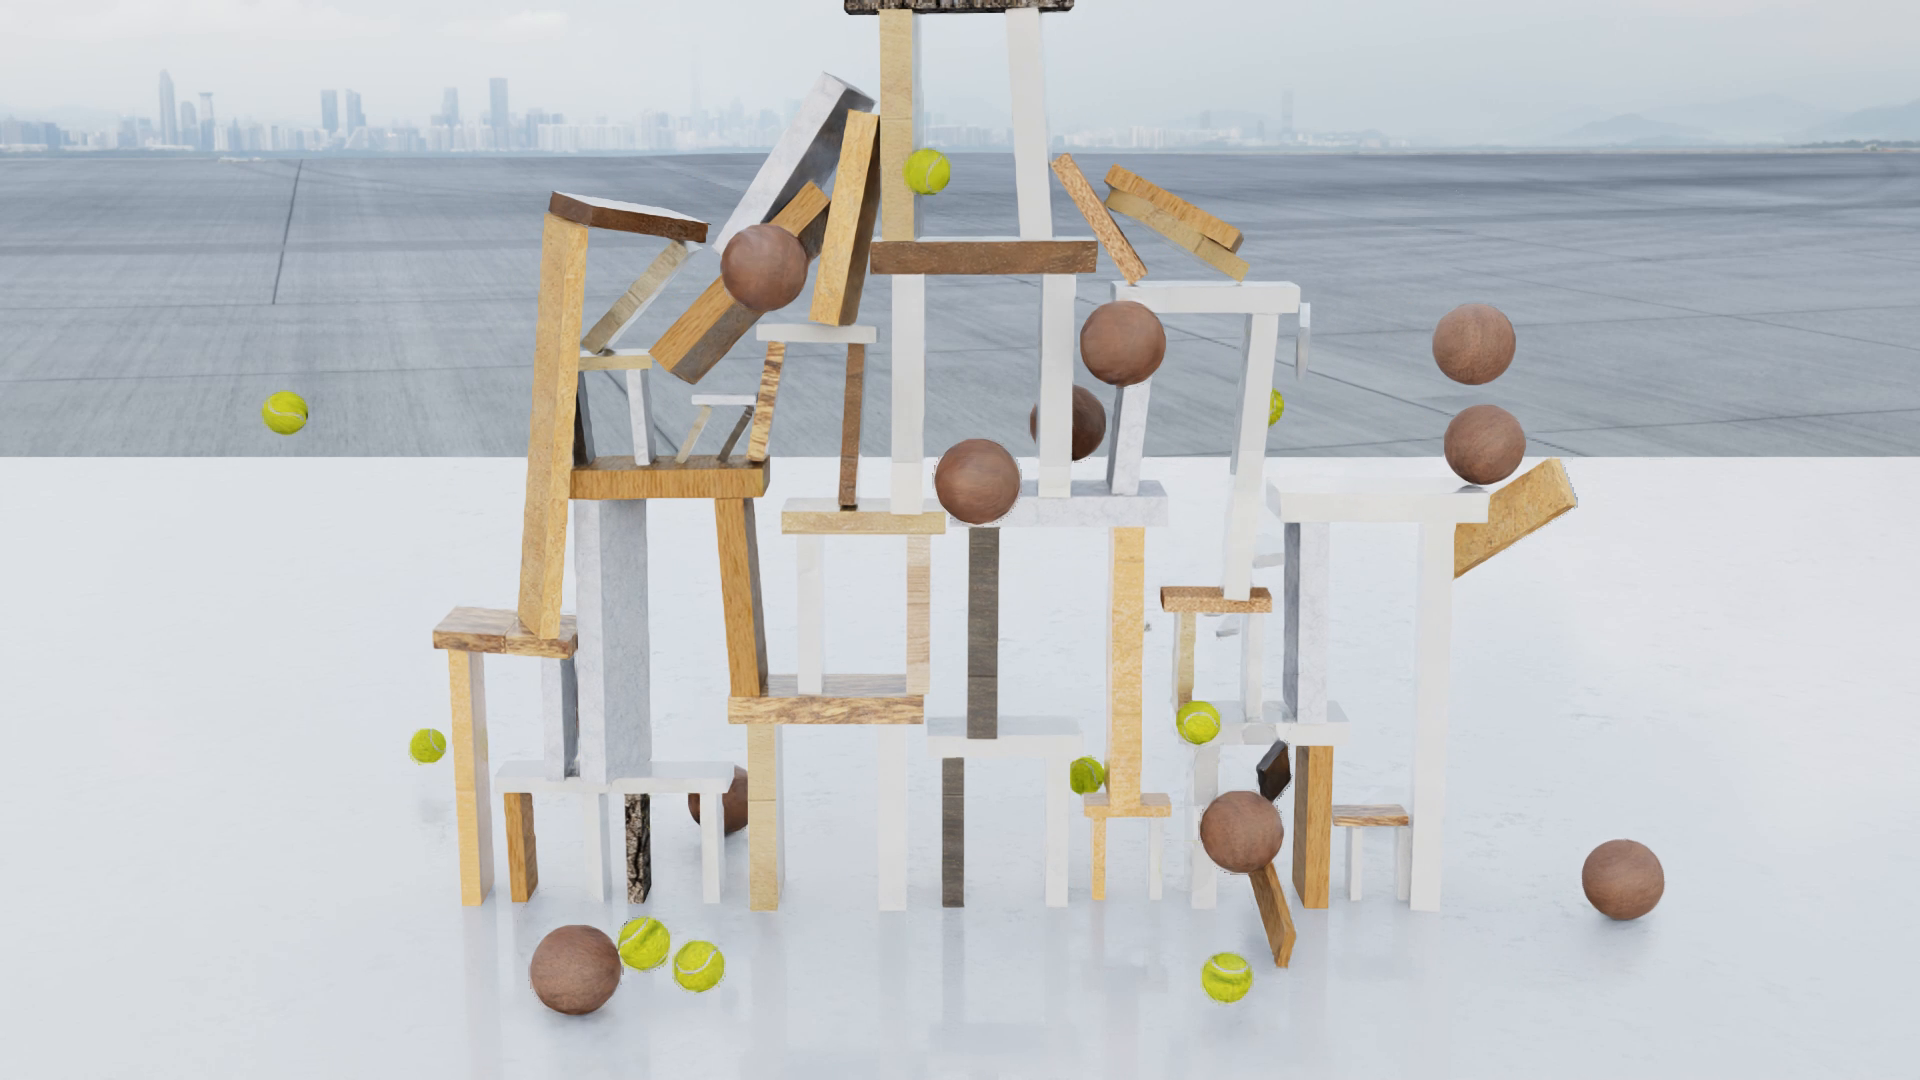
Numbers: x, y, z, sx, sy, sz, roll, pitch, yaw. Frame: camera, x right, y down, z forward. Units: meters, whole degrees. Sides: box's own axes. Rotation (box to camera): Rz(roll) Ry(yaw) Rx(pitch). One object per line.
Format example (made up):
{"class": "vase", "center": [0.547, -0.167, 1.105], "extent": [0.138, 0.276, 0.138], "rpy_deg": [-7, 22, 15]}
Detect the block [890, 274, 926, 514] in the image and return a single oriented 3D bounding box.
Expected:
{"class": "block", "center": [-0.082, -0.241, 3.510], "extent": [0.049, 0.376, 0.175], "rpy_deg": [1, 11, 0]}

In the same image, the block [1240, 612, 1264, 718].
{"class": "block", "center": [0.477, 0.195, 3.593], "extent": [0.025, 0.174, 0.087], "rpy_deg": [0, 11, 0]}

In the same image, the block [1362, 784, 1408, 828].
{"class": "block", "center": [0.808, 0.497, 4.104], "extent": [0.086, 0.024, 0.173], "rpy_deg": [6, 12, 29]}

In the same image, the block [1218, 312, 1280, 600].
{"class": "block", "center": [0.463, -0.141, 3.534], "extent": [0.040, 0.456, 0.143], "rpy_deg": [5, 11, 2]}

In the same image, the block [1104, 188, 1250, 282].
{"class": "block", "center": [0.346, -0.485, 3.497], "extent": [0.227, 0.032, 0.113], "rpy_deg": [26, 6, -32]}

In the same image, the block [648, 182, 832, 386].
{"class": "block", "center": [-0.336, -0.409, 3.535], "extent": [0.047, 0.371, 0.165], "rpy_deg": [44, 3, 8]}

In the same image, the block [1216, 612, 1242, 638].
{"class": "block", "center": [0.530, 0.145, 4.170], "extent": [0.052, 0.015, 0.104], "rpy_deg": [-16, 23, 49]}

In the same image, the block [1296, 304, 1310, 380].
{"class": "block", "center": [0.571, -0.330, 3.661], "extent": [0.017, 0.119, 0.059], "rpy_deg": [3, 47, 6]}

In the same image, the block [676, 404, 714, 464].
{"class": "block", "center": [-0.426, -0.174, 3.534], "extent": [0.015, 0.103, 0.051], "rpy_deg": [28, 8, -7]}

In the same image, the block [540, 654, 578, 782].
{"class": "block", "center": [-0.653, 0.269, 3.587], "extent": [0.031, 0.222, 0.111], "rpy_deg": [2, 19, 1]}

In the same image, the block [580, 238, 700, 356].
{"class": "block", "center": [-0.504, -0.388, 3.479], "extent": [0.031, 0.222, 0.111], "rpy_deg": [43, 11, -5]}

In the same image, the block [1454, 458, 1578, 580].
{"class": "block", "center": [0.906, -0.030, 3.700], "extent": [0.024, 0.086, 0.292], "rpy_deg": [4, -29, -37]}

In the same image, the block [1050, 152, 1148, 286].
{"class": "block", "center": [0.220, -0.510, 3.479], "extent": [0.032, 0.227, 0.113], "rpy_deg": [-33, 6, 10]}

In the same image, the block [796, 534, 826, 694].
{"class": "block", "center": [-0.242, 0.108, 3.582], "extent": [0.037, 0.262, 0.131], "rpy_deg": [0, 11, 0]}

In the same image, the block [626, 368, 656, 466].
{"class": "block", "center": [-0.511, -0.203, 3.528], "extent": [0.022, 0.154, 0.077], "rpy_deg": [-4, 12, 2]}

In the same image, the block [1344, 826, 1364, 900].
{"class": "block", "center": [0.654, 0.530, 3.655], "extent": [0.017, 0.123, 0.062], "rpy_deg": [0, 11, 0]}

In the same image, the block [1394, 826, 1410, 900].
{"class": "block", "center": [0.734, 0.530, 3.656], "extent": [0.017, 0.123, 0.062], "rpy_deg": [-1, 10, 4]}

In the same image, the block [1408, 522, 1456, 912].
{"class": "block", "center": [0.770, 0.274, 3.609], "extent": [0.047, 0.644, 0.164], "rpy_deg": [1, 11, 8]}

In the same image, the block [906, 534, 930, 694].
{"class": "block", "center": [-0.067, 0.108, 3.582], "extent": [0.037, 0.262, 0.131], "rpy_deg": [0, 11, 0]}

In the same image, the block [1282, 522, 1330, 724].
{"class": "block", "center": [0.562, 0.119, 3.578], "extent": [0.047, 0.329, 0.164], "rpy_deg": [-1, 11, 0]}

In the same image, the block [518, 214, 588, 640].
{"class": "block", "center": [-0.635, -0.171, 3.419], "extent": [0.031, 0.656, 0.111], "rpy_deg": [-3, 20, -29]}

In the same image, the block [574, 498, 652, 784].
{"class": "block", "center": [-0.564, 0.151, 3.582], "extent": [0.046, 0.465, 0.161], "rpy_deg": [4, 11, 19]}

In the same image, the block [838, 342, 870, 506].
{"class": "block", "center": [-0.171, -0.189, 3.534], "extent": [0.027, 0.258, 0.095], "rpy_deg": [4, 7, 1]}

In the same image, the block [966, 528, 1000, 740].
{"class": "block", "center": [0.038, 0.134, 3.587], "extent": [0.049, 0.346, 0.173], "rpy_deg": [1, 10, 1]}

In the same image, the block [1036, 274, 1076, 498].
{"class": "block", "center": [0.151, -0.254, 3.508], "extent": [0.049, 0.349, 0.175], "rpy_deg": [1, 10, 0]}

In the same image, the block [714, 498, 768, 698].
{"class": "block", "center": [-0.354, 0.078, 3.574], "extent": [0.046, 0.321, 0.161], "rpy_deg": [-4, 10, 1]}

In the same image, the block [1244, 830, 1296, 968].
{"class": "block", "center": [0.489, 0.563, 3.480], "extent": [0.017, 0.059, 0.319], "rpy_deg": [9, 21, -6]}

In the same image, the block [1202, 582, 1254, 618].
{"class": "block", "center": [0.516, 0.114, 4.227], "extent": [0.104, 0.015, 0.052], "rpy_deg": [-37, 16, -34]}

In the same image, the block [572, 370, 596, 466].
{"class": "block", "center": [-0.610, -0.200, 3.521], "extent": [0.022, 0.154, 0.077], "rpy_deg": [-6, 12, 1]}

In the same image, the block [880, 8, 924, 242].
{"class": "block", "center": [-0.090, -0.647, 3.438], "extent": [0.049, 0.348, 0.174], "rpy_deg": [0, 11, 4]}

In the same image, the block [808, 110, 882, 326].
{"class": "block", "center": [-0.171, -0.509, 3.493], "extent": [0.047, 0.330, 0.165], "rpy_deg": [12, 8, 6]}

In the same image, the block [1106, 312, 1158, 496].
{"class": "block", "center": [0.275, -0.225, 3.521], "extent": [0.040, 0.285, 0.143], "rpy_deg": [6, 10, -1]}

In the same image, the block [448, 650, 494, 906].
{"class": "block", "center": [-0.802, 0.376, 3.616], "extent": [0.031, 0.436, 0.111], "rpy_deg": [0, 13, 0]}

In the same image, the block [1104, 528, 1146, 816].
{"class": "block", "center": [0.269, 0.197, 3.600], "extent": [0.049, 0.473, 0.173], "rpy_deg": [0, 11, 1]}

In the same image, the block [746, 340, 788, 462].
{"class": "block", "center": [-0.309, -0.225, 3.529], "extent": [0.027, 0.190, 0.095], "rpy_deg": [11, 7, -3]}

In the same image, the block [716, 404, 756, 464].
{"class": "block", "center": [-0.358, -0.173, 3.534], "extent": [0.015, 0.103, 0.051], "rpy_deg": [31, 8, -6]}

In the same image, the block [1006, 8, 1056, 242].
{"class": "block", "center": [0.113, -0.650, 3.442], "extent": [0.049, 0.348, 0.174], "rpy_deg": [-3, 11, 5]}

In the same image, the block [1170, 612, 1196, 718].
{"class": "block", "center": [0.365, 0.194, 3.597], "extent": [0.025, 0.174, 0.087], "rpy_deg": [1, 11, -1]}
